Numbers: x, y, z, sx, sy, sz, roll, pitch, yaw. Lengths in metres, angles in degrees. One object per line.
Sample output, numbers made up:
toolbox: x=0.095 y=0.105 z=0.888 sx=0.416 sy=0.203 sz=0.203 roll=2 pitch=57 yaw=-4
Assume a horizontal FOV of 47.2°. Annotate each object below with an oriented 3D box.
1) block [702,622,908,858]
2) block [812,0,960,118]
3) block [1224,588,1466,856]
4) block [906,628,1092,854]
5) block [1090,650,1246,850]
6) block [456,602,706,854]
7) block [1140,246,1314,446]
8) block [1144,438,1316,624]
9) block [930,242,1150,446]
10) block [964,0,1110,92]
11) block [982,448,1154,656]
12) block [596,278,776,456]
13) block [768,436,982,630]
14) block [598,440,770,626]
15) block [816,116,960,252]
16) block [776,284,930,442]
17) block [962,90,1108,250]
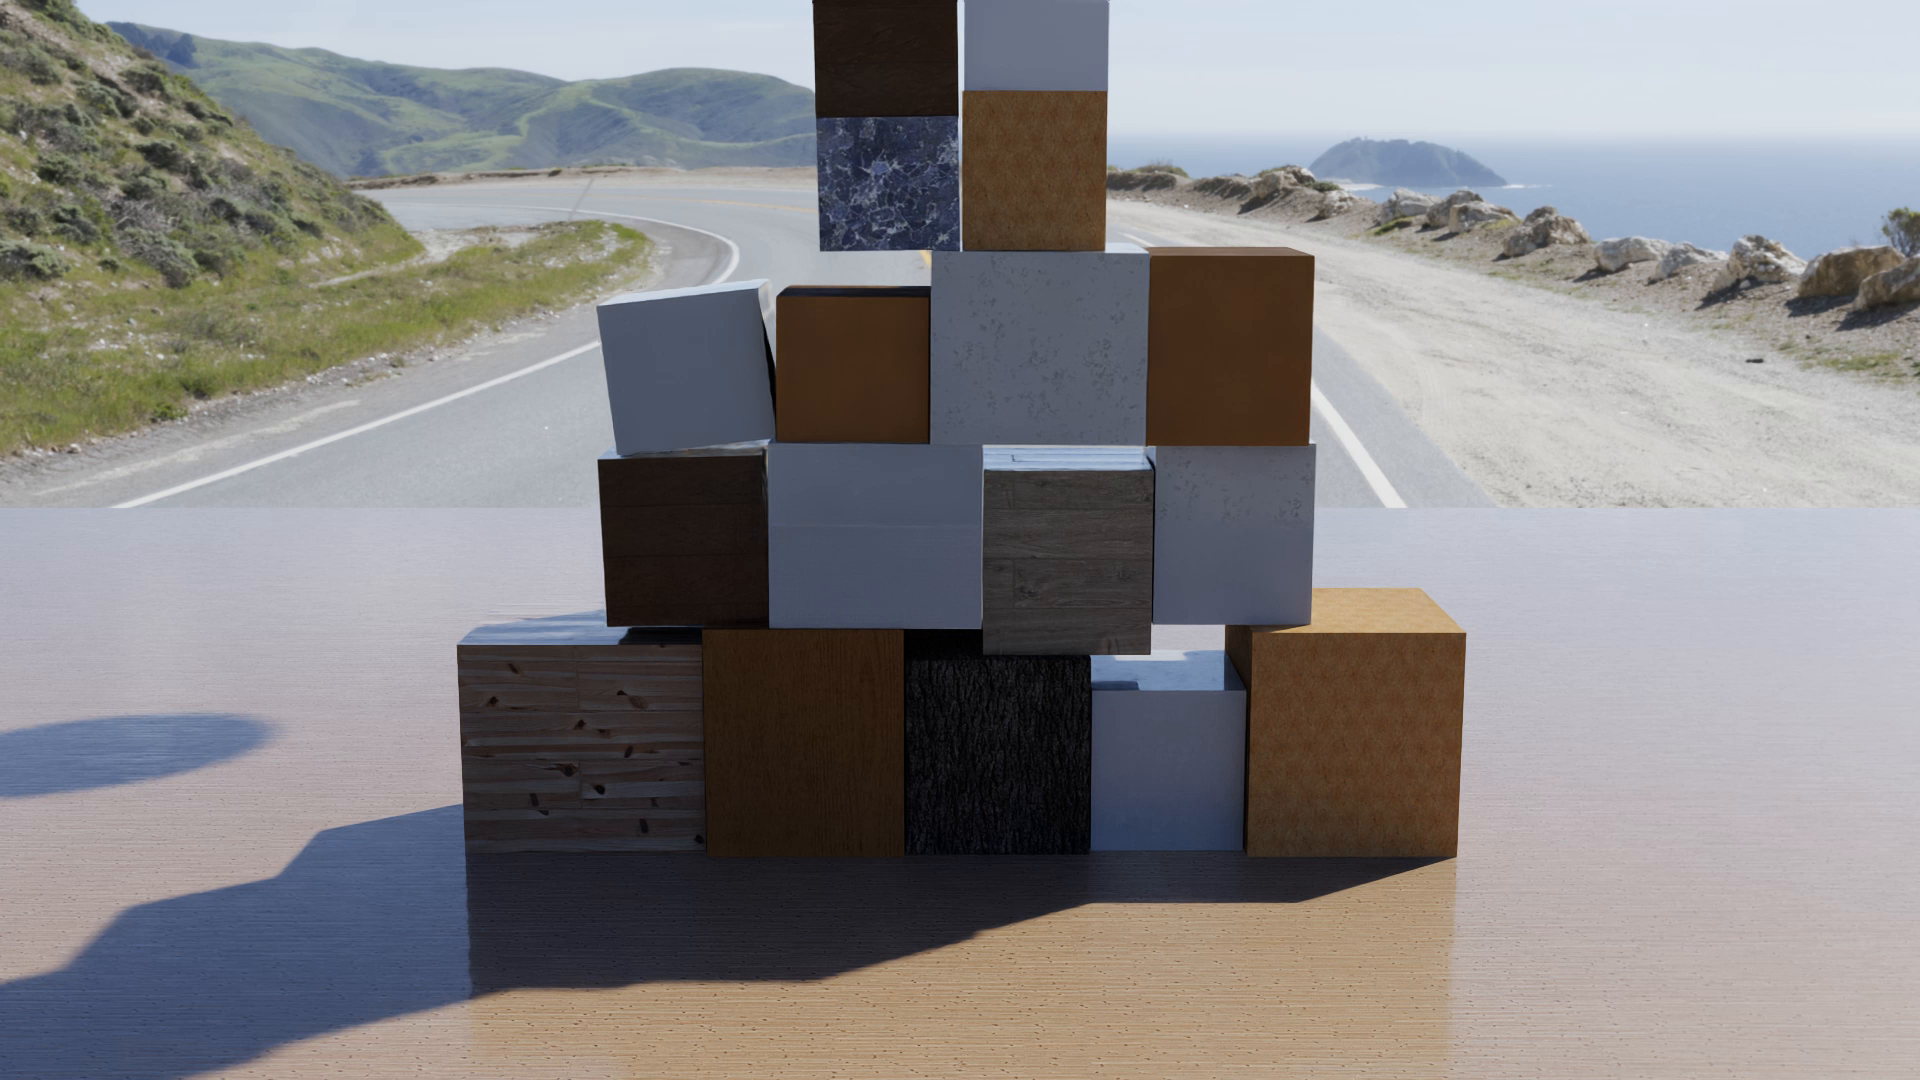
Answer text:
block: x=-0.766 y=0.904 z=11.363 sx=0.980 sy=1.156 sz=1.134 roll=0 pitch=10 yaw=0
block: x=-0.351 y=-2.440 z=10.746 sx=0.681 sy=0.741 sz=0.718 roll=-1 pitch=10 yaw=0
block: x=1.947 y=0.914 z=11.354 sx=1.042 sy=1.139 sz=1.098 roll=0 pitch=10 yaw=0
block: x=0.189 y=0.989 z=11.347 sx=0.908 sy=0.994 sz=0.986 roll=0 pitch=10 yaw=0
block: x=1.034 y=1.071 z=11.367 sx=0.763 sy=0.825 sz=0.872 roll=0 pitch=10 yaw=0
block: x=-1.867 y=0.949 z=11.364 sx=1.202 sy=1.068 sz=0.997 roll=0 pitch=10 yaw=0
block: x=1.294 y=-0.987 z=11.004 sx=0.792 sy=0.913 sz=0.912 roll=0 pitch=10 yaw=0
block: x=1.347 y=-0.093 z=11.172 sx=0.783 sy=0.906 sz=0.747 roll=0 pitch=10 yaw=0
block: x=0.378 y=-1.002 z=11.004 sx=1.035 sy=0.921 sz=1.048 roll=0 pitch=10 yaw=0
block: x=0.363 y=-2.526 z=10.729 sx=0.686 sy=0.671 sz=0.666 roll=0 pitch=10 yaw=0
block: x=0.529 y=0.043 z=11.200 sx=0.831 sy=0.921 sz=0.817 roll=0 pitch=10 yaw=0
block: x=-1.324 y=-0.879 z=11.032 sx=0.785 sy=0.735 sz=0.747 roll=-6 pitch=10 yaw=1
block: x=-0.410 y=-0.106 z=11.149 sx=1.034 sy=0.906 sz=1.018 roll=0 pitch=10 yaw=0
block: x=-1.350 y=-0.071 z=11.177 sx=0.797 sy=0.834 sz=0.874 roll=-2 pitch=10 yaw=0
block: x=-0.341 y=-1.762 z=10.847 sx=0.674 sy=0.629 sz=0.720 roll=-1 pitch=10 yaw=0
block: x=-0.517 y=-0.896 z=11.008 sx=0.733 sy=0.698 sz=0.874 roll=0 pitch=10 yaw=0
block: x=0.356 y=-1.823 z=10.838 sx=0.688 sy=0.751 sz=0.672 roll=0 pitch=10 yaw=0
